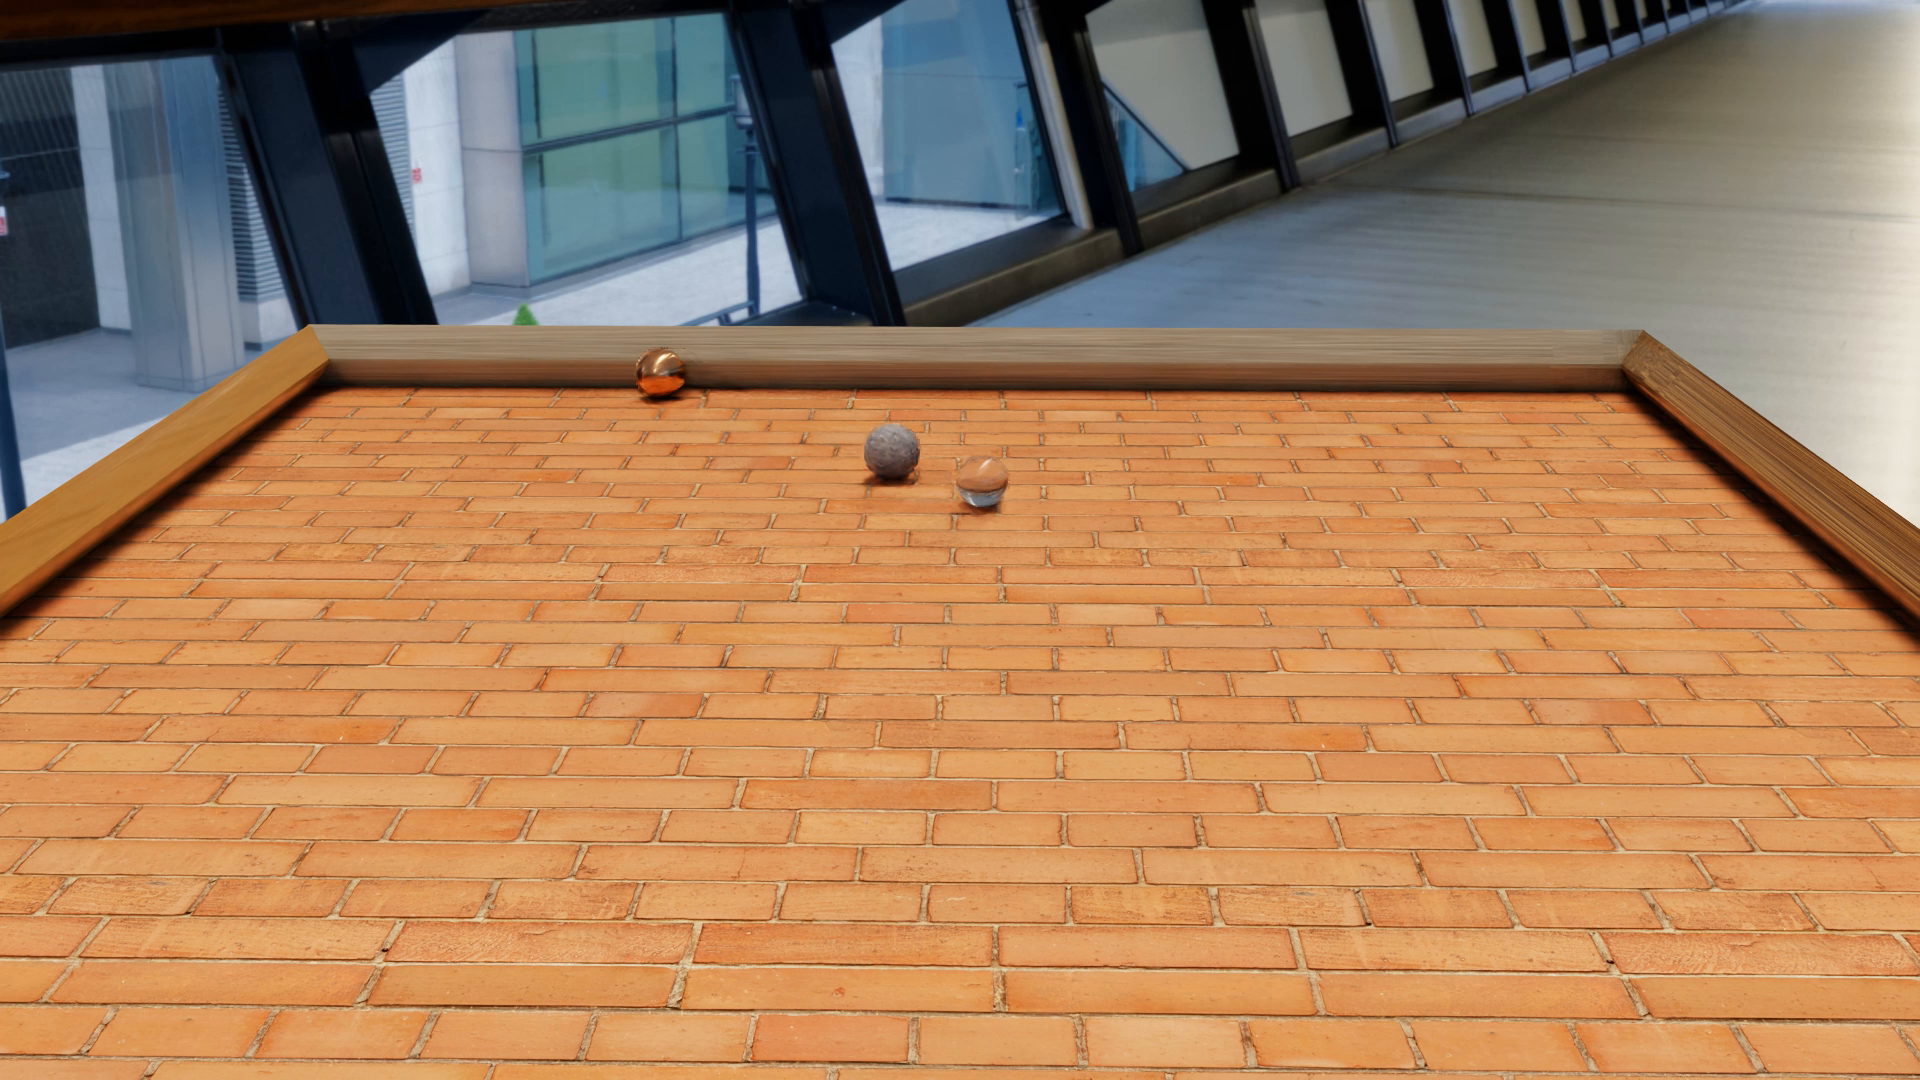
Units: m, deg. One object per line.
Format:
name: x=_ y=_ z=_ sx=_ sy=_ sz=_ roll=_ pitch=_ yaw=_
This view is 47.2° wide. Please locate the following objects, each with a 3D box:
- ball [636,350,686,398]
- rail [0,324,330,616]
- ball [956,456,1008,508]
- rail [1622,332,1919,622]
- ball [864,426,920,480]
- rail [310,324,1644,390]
ball: x=-0.501 y=-0.279 z=3.684 sx=0.081 sy=0.081 sz=0.081 roll=0 pitch=17 yaw=0
rail: x=-1.132 y=0.275 z=1.822 sx=0.045 sy=0.105 sz=4.084 roll=0 pitch=17 yaw=1
ball: x=0.031 y=-0.081 z=3.057 sx=0.072 sy=0.072 sz=0.072 roll=0 pitch=17 yaw=0
rail: x=1.091 y=0.288 z=1.779 sx=0.045 sy=0.105 sz=4.084 roll=0 pitch=17 yaw=1
ball: x=-0.099 y=-0.126 z=3.189 sx=0.081 sy=0.081 sz=0.081 roll=0 pitch=17 yaw=0
rail: x=0.020 y=-0.304 z=3.731 sx=2.271 sy=0.105 sz=0.045 roll=0 pitch=17 yaw=1
